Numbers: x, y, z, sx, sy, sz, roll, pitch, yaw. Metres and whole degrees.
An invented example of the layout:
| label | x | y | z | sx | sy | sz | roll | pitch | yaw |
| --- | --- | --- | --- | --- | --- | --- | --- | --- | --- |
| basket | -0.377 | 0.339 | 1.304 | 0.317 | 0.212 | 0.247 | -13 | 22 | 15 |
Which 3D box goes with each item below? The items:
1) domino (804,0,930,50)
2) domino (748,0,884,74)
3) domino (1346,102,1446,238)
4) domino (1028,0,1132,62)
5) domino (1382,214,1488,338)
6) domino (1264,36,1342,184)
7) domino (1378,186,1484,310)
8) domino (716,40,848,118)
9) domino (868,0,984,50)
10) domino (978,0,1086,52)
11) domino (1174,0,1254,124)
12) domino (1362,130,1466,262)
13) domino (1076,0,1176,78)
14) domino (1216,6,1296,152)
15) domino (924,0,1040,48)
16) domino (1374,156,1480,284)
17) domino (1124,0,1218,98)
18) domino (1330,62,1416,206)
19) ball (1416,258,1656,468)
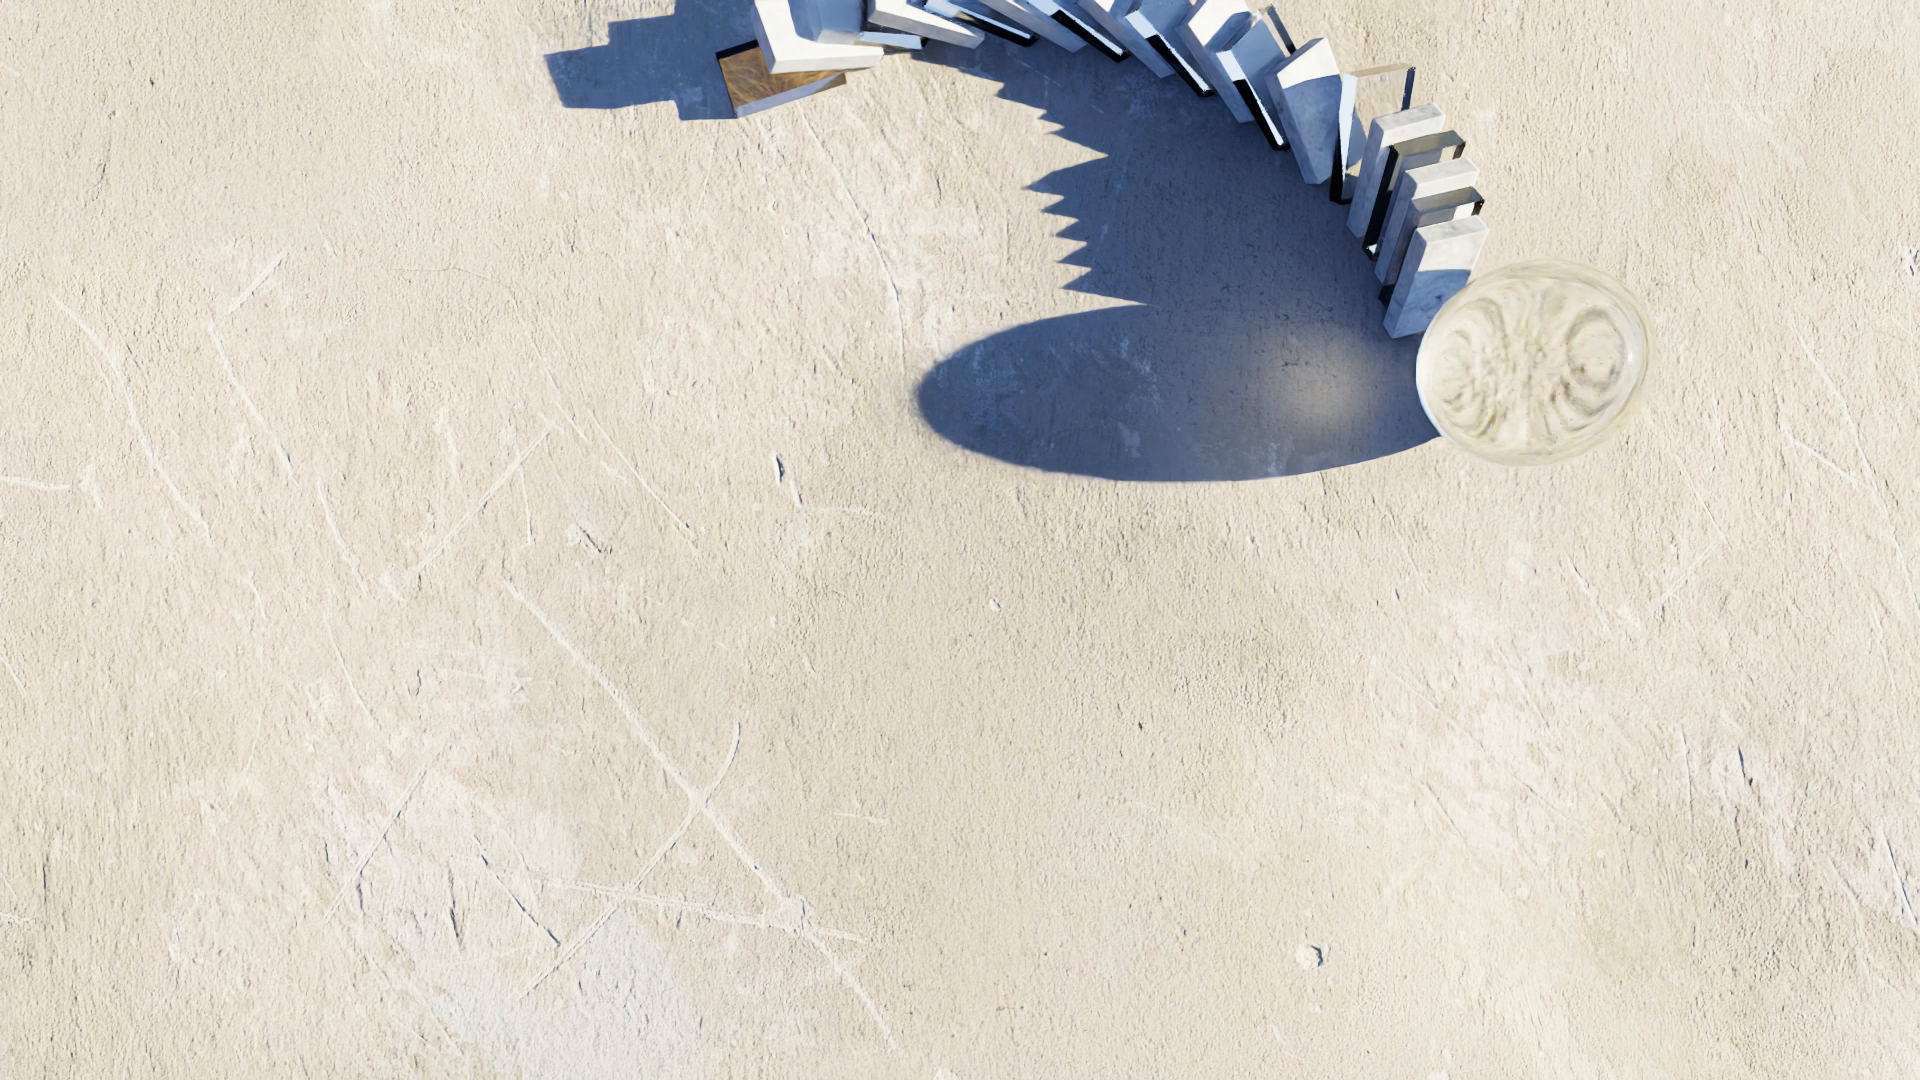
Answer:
| label | x | y | z | sx | sy | sz | roll | pitch | yaw |
| --- | --- | --- | --- | --- | --- | --- | --- | --- | --- |
| domino | -0.039 | -0.221 | 0.383 | 0.050 | 0.010 | 0.025 | -13 | 88 | -29 |
| domino | -0.059 | -0.210 | 0.382 | 0.050 | 0.010 | 0.025 | -21 | 91 | -29 |
| domino | 0.178 | -0.151 | 0.377 | 0.025 | 0.050 | 0.009 | -15 | 56 | 0 |
| domino | 0.054 | -0.226 | 0.384 | 0.050 | 0.010 | 0.025 | 18 | 90 | -28 |
| domino | 0.194 | -0.107 | 0.377 | 0.025 | 0.050 | 0.010 | -13 | 56 | 0 |
| domino | 0.149 | -0.179 | 0.384 | 0.025 | 0.009 | 0.050 | -37 | 118 | 0 |
| domino | 0.193 | -0.118 | 0.377 | 0.025 | 0.050 | 0.009 | -13 | 56 | 0 |
| domino | -0.077 | -0.204 | 0.395 | 0.050 | 0.010 | 0.025 | -18 | 90 | 0 |
| domino | -0.014 | -0.226 | 0.384 | 0.050 | 0.010 | 0.025 | -1 | 90 | -27 |
| domino | 0.033 | -0.229 | 0.384 | 0.050 | 0.010 | 0.025 | 12 | 90 | -28 |
| domino | 0.115 | -0.204 | 0.384 | 0.050 | 0.009 | 0.025 | 40 | 90 | -29 |
| domino | 0.185 | -0.140 | 0.377 | 0.025 | 0.050 | 0.010 | -13 | 56 | 0 |
| domino | 0.075 | -0.221 | 0.384 | 0.050 | 0.009 | 0.025 | 25 | 90 | -29 |
| domino | 0.131 | -0.192 | 0.384 | 0.025 | 0.009 | 0.050 | -47 | 119 | 0 |
| domino | 0.011 | -0.230 | 0.385 | 0.050 | 0.010 | 0.025 | 7 | 90 | -26 |
| domino | 0.191 | -0.130 | 0.377 | 0.025 | 0.050 | 0.010 | -13 | 56 | 0 |
| domino | 0.095 | -0.213 | 0.384 | 0.050 | 0.010 | 0.025 | 30 | 90 | -29 |
| domino | 0.170 | -0.168 | 0.380 | 0.025 | 0.010 | 0.050 | -13 | 128 | -5 |
| ball | 0.223 | -0.069 | 0.360 | 0.080 | 0.080 | 0.080 | 0 | 90 | 0 |
